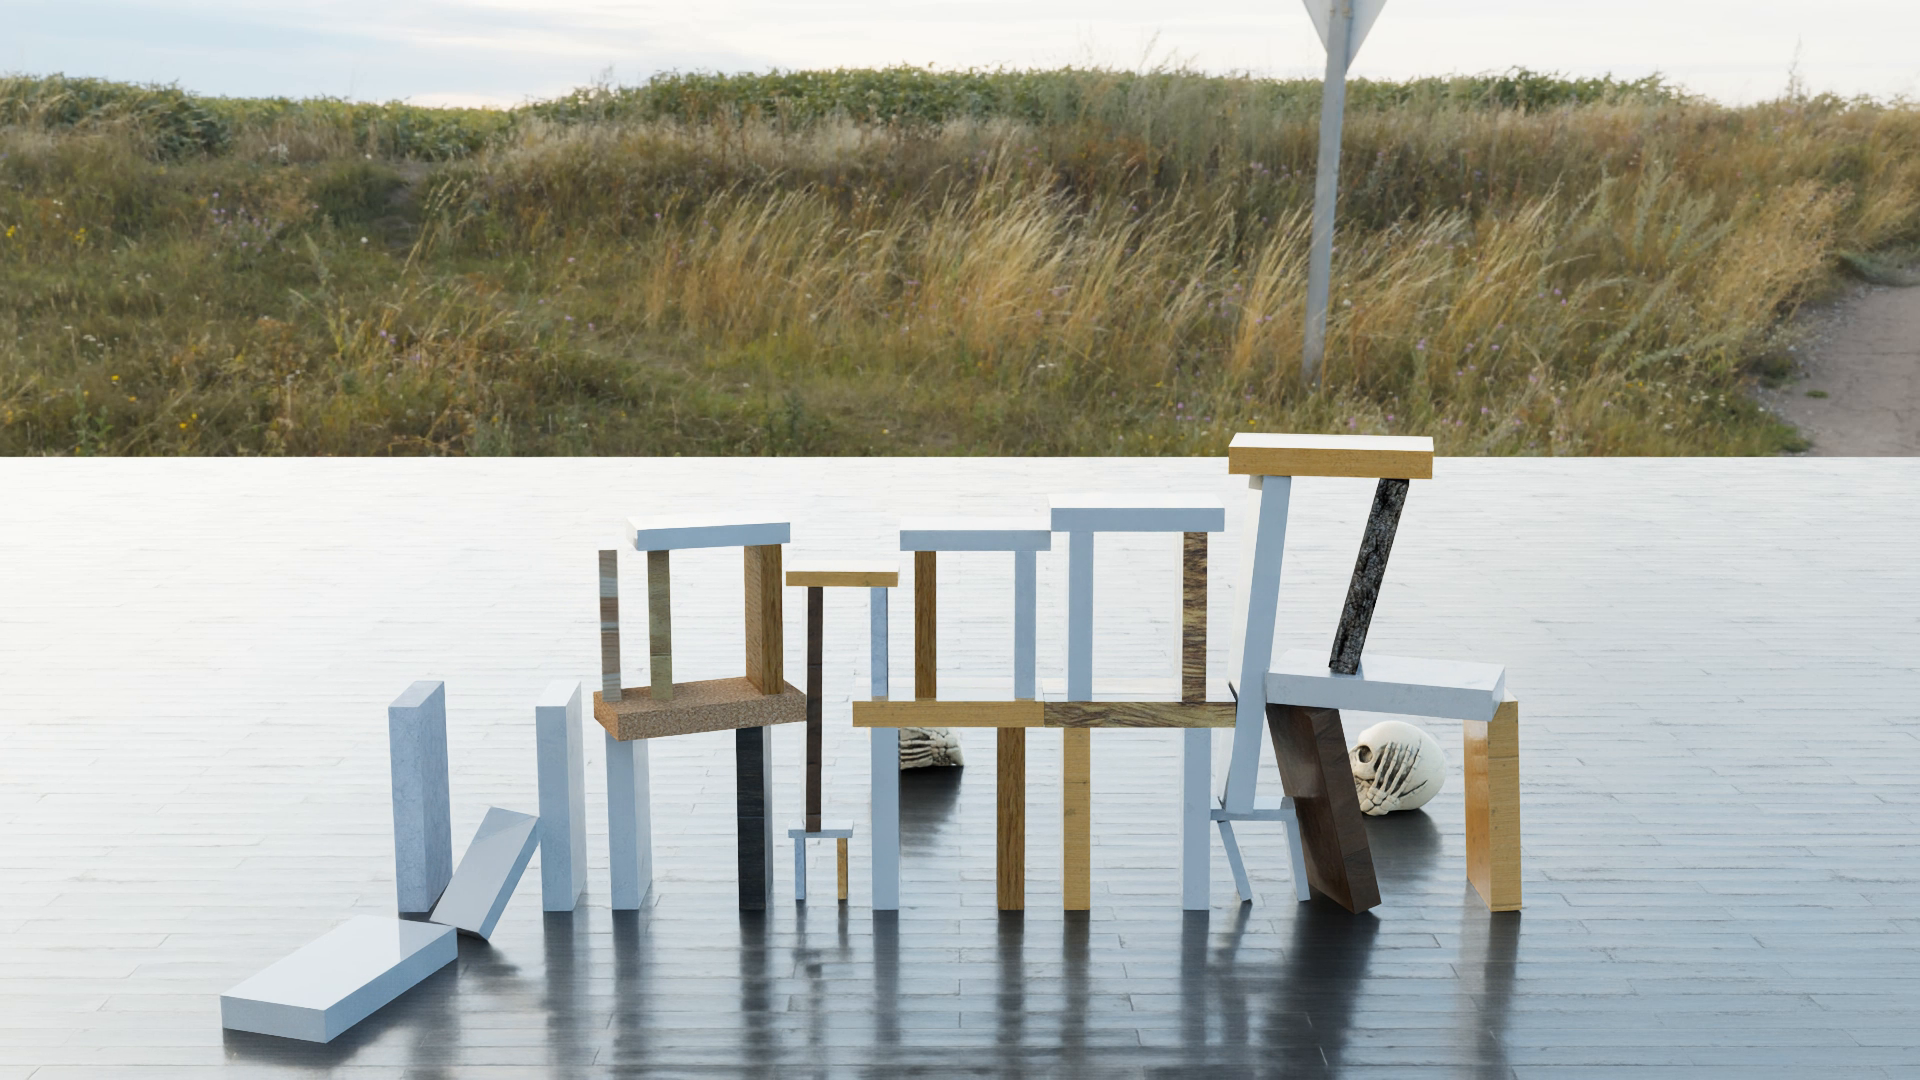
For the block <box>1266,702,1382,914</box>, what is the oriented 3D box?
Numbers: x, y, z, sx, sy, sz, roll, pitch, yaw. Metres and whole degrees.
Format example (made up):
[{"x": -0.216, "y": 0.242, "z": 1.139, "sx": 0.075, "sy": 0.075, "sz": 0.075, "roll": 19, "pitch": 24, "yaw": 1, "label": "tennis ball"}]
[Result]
[{"x": 0.593, "y": 0.421, "z": 3.613, "sx": 0.050, "sy": 0.352, "sz": 0.176, "roll": -19, "pitch": 16, "yaw": -15, "label": "block"}]

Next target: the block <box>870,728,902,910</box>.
[{"x": -0.122, "y": 0.439, "z": 3.641, "sx": 0.044, "sy": 0.308, "sz": 0.154, "roll": 0, "pitch": 11, "yaw": 0, "label": "block"}]

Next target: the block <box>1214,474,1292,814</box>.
[{"x": 0.477, "y": 0.157, "z": 3.592, "sx": 0.045, "sy": 0.556, "sz": 0.158, "roll": 5, "pitch": 11, "yaw": -1, "label": "block"}]

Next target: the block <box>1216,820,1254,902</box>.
[{"x": 0.454, "y": 0.522, "z": 3.654, "sx": 0.020, "sy": 0.140, "sz": 0.070, "roll": -17, "pitch": 10, "yaw": 3, "label": "block"}]

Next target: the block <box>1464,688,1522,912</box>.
[{"x": 0.879, "y": 0.415, "z": 3.638, "sx": 0.050, "sy": 0.352, "sz": 0.176, "roll": -4, "pitch": 11, "yaw": 1, "label": "block"}]

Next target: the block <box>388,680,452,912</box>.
[{"x": -0.891, "y": 0.421, "z": 3.637, "sx": 0.049, "sy": 0.345, "sz": 0.172, "roll": 0, "pitch": 11, "yaw": 1, "label": "block"}]

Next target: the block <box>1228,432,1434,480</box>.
[{"x": 0.593, "y": -0.135, "z": 3.512, "sx": 0.315, "sy": 0.045, "sz": 0.158, "roll": 2, "pitch": 11, "yaw": 11, "label": "block"}]

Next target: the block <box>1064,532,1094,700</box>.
[{"x": 0.192, "y": 0.111, "z": 3.575, "sx": 0.039, "sy": 0.275, "sz": 0.138, "roll": 0, "pitch": 11, "yaw": 0, "label": "block"}]

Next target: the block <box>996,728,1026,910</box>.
[{"x": 0.084, "y": 0.439, "z": 3.641, "sx": 0.044, "sy": 0.308, "sz": 0.154, "roll": 0, "pitch": 11, "yaw": 0, "label": "block"}]

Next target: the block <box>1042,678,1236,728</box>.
[{"x": 0.289, "y": 0.267, "z": 3.608, "sx": 0.307, "sy": 0.043, "sz": 0.153, "roll": 0, "pitch": 11, "yaw": 0, "label": "block"}]

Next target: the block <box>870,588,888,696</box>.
[{"x": -0.131, "y": 0.156, "z": 3.589, "sx": 0.025, "sy": 0.180, "sz": 0.090, "roll": 0, "pitch": 11, "yaw": 0, "label": "block"}]

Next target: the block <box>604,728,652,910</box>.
[{"x": -0.548, "y": 0.436, "z": 3.642, "sx": 0.044, "sy": 0.311, "sz": 0.156, "roll": 0, "pitch": 11, "yaw": 1, "label": "block"}]

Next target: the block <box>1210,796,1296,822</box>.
[{"x": 0.481, "y": 0.444, "z": 3.633, "sx": 0.140, "sy": 0.020, "sz": 0.070, "roll": 0, "pitch": 11, "yaw": 5, "label": "block"}]

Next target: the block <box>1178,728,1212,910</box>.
[{"x": 0.388, "y": 0.439, "z": 3.640, "sx": 0.043, "sy": 0.307, "sz": 0.153, "roll": 0, "pitch": 11, "yaw": 3, "label": "block"}]

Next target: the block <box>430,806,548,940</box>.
[{"x": -0.753, "y": 0.532, "z": 3.519, "sx": 0.104, "sy": 0.209, "sz": 0.030, "roll": 6, "pitch": -32, "yaw": 31, "label": "block"}]

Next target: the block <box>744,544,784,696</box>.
[{"x": -0.321, "y": 0.118, "z": 3.591, "sx": 0.035, "sy": 0.246, "sz": 0.123, "roll": -3, "pitch": 11, "yaw": -18, "label": "block"}]

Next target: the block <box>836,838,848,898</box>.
[{"x": -0.195, "y": 0.538, "z": 3.660, "sx": 0.015, "sy": 0.105, "sz": 0.053, "roll": 0, "pitch": 11, "yaw": 0, "label": "block"}]

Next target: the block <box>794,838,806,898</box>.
[{"x": -0.266, "y": 0.538, "z": 3.660, "sx": 0.015, "sy": 0.105, "sz": 0.053, "roll": 0, "pitch": 11, "yaw": 0, "label": "block"}]

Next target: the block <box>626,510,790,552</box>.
[{"x": -0.407, "y": -0.016, "z": 3.545, "sx": 0.246, "sy": 0.035, "sz": 0.123, "roll": -3, "pitch": 11, "yaw": -17, "label": "block"}]

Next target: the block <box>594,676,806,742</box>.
[{"x": -0.422, "y": 0.270, "z": 3.567, "sx": 0.311, "sy": 0.044, "sz": 0.156, "roll": -4, "pitch": 11, "yaw": -23, "label": "block"}]

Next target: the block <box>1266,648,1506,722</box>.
[{"x": 0.686, "y": 0.231, "z": 3.534, "sx": 0.352, "sy": 0.050, "sz": 0.176, "roll": 4, "pitch": 11, "yaw": 19, "label": "block"}]

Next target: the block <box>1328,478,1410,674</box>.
[{"x": 0.658, "y": 0.045, "z": 3.531, "sx": 0.045, "sy": 0.315, "sz": 0.158, "roll": 15, "pitch": 13, "yaw": 9, "label": "block"}]

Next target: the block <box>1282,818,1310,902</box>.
[{"x": 0.556, "y": 0.521, "z": 3.653, "sx": 0.020, "sy": 0.140, "sz": 0.070, "roll": -10, "pitch": 10, "yaw": 1, "label": "block"}]

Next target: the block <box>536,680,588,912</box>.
[{"x": -0.659, "y": 0.420, "z": 3.641, "sx": 0.049, "sy": 0.345, "sz": 0.172, "roll": 0, "pitch": 11, "yaw": -2, "label": "block"}]

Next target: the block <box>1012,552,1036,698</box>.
[{"x": 0.105, "y": 0.125, "z": 3.587, "sx": 0.034, "sy": 0.241, "sz": 0.121, "roll": 0, "pitch": 11, "yaw": 0, "label": "block"}]

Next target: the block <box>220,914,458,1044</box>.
[{"x": -0.910, "y": 0.643, "z": 3.250, "sx": 0.172, "sy": 0.049, "sz": 0.345, "roll": 4, "pitch": 11, "yaw": 18, "label": "block"}]

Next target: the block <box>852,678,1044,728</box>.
[{"x": -0.019, "y": 0.266, "z": 3.609, "sx": 0.308, "sy": 0.044, "sz": 0.154, "roll": 0, "pitch": 11, "yaw": 0, "label": "block"}]

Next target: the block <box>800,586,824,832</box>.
[{"x": -0.244, "y": 0.269, "z": 3.613, "sx": 0.026, "sy": 0.411, "sz": 0.090, "roll": -1, "pitch": 10, "yaw": -10, "label": "block"}]

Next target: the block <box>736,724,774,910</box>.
[{"x": -0.339, "y": 0.437, "z": 3.642, "sx": 0.044, "sy": 0.311, "sz": 0.156, "roll": 0, "pitch": 11, "yaw": 0, "label": "block"}]

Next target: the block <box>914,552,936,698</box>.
[{"x": -0.056, "y": 0.125, "z": 3.587, "sx": 0.034, "sy": 0.241, "sz": 0.121, "roll": 0, "pitch": 11, "yaw": 0, "label": "block"}]

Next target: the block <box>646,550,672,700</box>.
[{"x": -0.487, "y": 0.123, "z": 3.563, "sx": 0.035, "sy": 0.246, "sz": 0.123, "roll": -2, "pitch": 11, "yaw": -8, "label": "block"}]

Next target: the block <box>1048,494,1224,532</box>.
[{"x": 0.281, "y": -0.045, "z": 3.547, "sx": 0.275, "sy": 0.039, "sz": 0.138, "roll": 0, "pitch": 11, "yaw": 0, "label": "block"}]

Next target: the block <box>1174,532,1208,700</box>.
[{"x": 0.374, "y": 0.110, "z": 3.576, "sx": 0.039, "sy": 0.275, "sz": 0.138, "roll": -1, "pitch": 11, "yaw": 0, "label": "block"}]

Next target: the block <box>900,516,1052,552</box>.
[{"x": 0.025, "y": -0.010, "z": 3.562, "sx": 0.241, "sy": 0.034, "sz": 0.121, "roll": 0, "pitch": 11, "yaw": 0, "label": "block"}]

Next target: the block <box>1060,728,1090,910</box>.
[{"x": 0.190, "y": 0.439, "z": 3.640, "sx": 0.043, "sy": 0.307, "sz": 0.153, "roll": -1, "pitch": 11, "yaw": 0, "label": "block"}]

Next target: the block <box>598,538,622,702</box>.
[{"x": -0.563, "y": 0.127, "z": 3.538, "sx": 0.030, "sy": 0.247, "sz": 0.104, "roll": -1, "pitch": 11, "yaw": -8, "label": "block"}]

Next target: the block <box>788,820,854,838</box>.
[{"x": -0.231, "y": 0.479, "z": 3.649, "sx": 0.105, "sy": 0.015, "sz": 0.053, "roll": 0, "pitch": 11, "yaw": 0, "label": "block"}]

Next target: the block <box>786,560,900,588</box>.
[{"x": -0.189, "y": 0.054, "z": 3.571, "sx": 0.180, "sy": 0.025, "sz": 0.090, "roll": 0, "pitch": 11, "yaw": 1, "label": "block"}]
